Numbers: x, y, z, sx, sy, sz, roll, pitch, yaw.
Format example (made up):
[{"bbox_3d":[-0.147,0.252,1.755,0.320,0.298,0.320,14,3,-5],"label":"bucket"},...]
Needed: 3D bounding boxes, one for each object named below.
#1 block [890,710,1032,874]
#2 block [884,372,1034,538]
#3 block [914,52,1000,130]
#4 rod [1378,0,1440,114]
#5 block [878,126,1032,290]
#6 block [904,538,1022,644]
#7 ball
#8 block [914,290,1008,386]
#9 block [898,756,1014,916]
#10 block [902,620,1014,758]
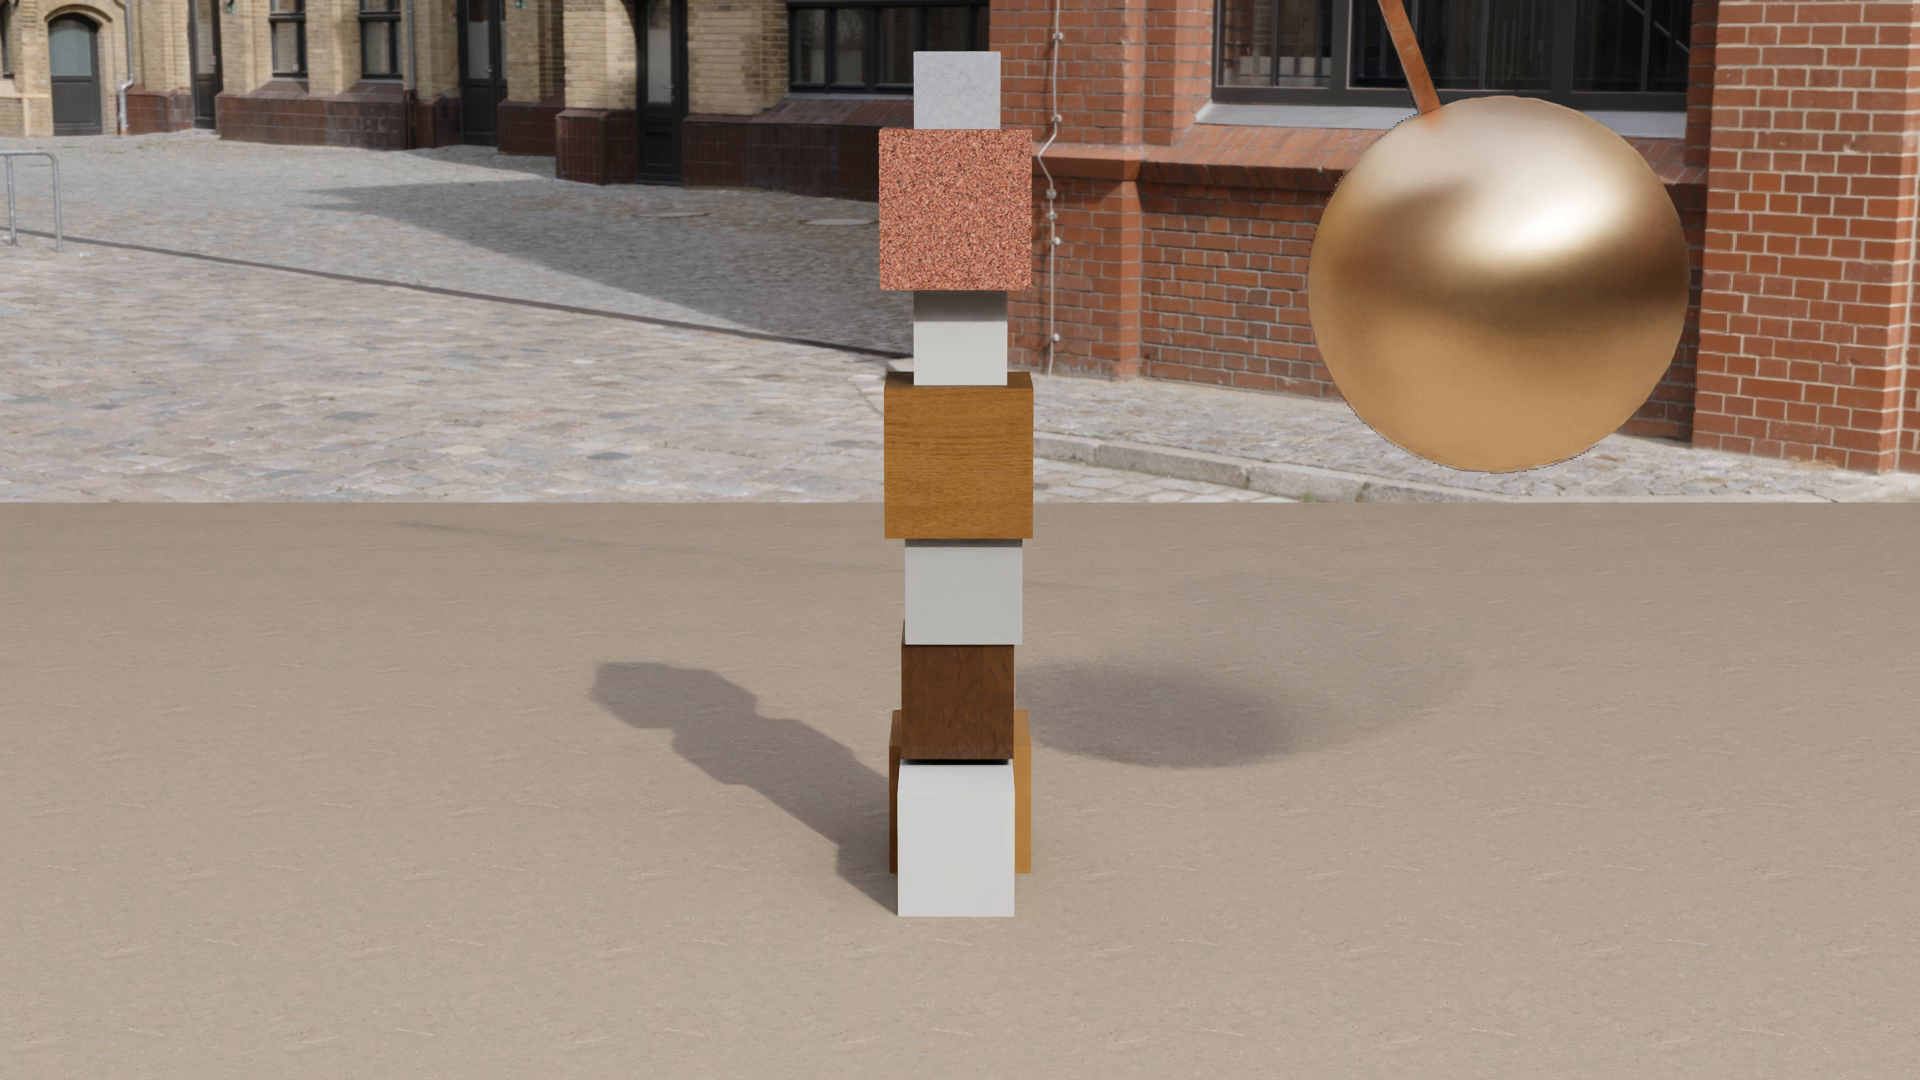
[{"bbox_3d":[0.001,1.137,11.690,0.627,0.581,0.667,0,10,0],"label":"block"},{"bbox_3d":[-0.006,-0.377,11.112,0.628,0.638,0.638,0,10,0],"label":"block"},{"bbox_3d":[-0.012,-1.900,10.835,0.360,0.318,0.335,0,10,0],"label":"block"},{"bbox_3d":[0.994,-4.183,10.420,0.080,5.200,0.080,-22,10,4],"label":"rod"},{"bbox_3d":[-0.019,-1.421,10.922,0.628,0.656,0.701,0,10,0],"label":"block"},{"bbox_3d":[0.016,0.168,11.211,0.500,0.470,0.532,0,10,0],"label":"block"},{"bbox_3d":[2.295,-1.092,10.982,1.600,1.600,1.600,0,10,0],"label":"ball"},{"bbox_3d":[0.002,-0.894,11.018,0.395,0.415,0.376,0,10,0],"label":"block"},{"bbox_3d":[-0.016,1.270,11.067,0.491,0.542,0.586,0,10,0],"label":"block"},{"bbox_3d":[-0.010,0.652,11.299,0.485,0.513,0.488,0,10,0],"label":"block"}]
